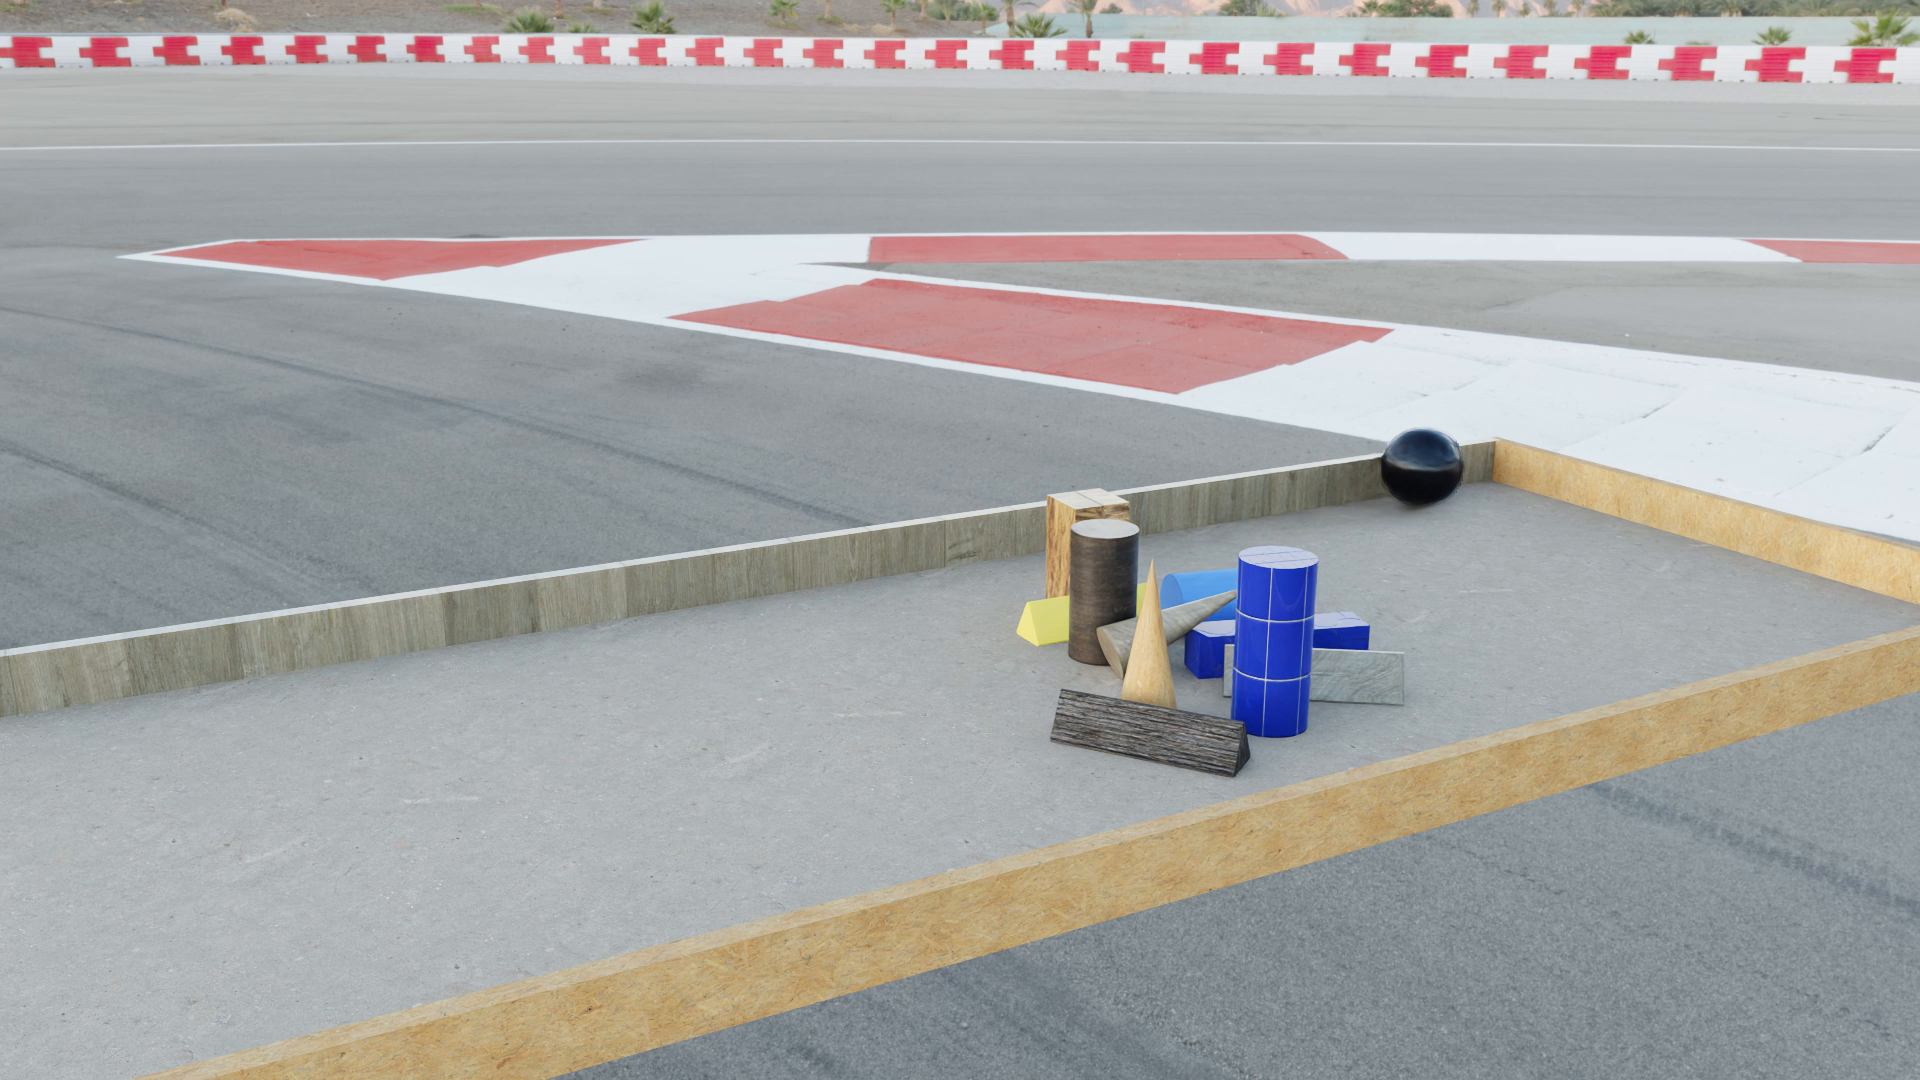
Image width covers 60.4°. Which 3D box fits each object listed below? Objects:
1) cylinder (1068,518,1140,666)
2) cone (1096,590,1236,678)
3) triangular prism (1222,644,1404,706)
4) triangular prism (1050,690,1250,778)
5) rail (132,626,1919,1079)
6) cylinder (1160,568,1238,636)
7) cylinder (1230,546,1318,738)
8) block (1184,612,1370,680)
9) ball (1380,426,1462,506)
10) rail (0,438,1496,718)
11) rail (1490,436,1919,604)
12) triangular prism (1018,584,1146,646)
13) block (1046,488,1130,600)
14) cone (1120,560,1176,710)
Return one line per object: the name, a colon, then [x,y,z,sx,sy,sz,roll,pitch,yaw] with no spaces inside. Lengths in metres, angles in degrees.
cylinder: [0.372,0.135,4.283,0.176,0.345,0.176,0,17,0]
cone: [0.566,0.199,4.183,0.420,0.142,0.142,-24,21,-9]
triangular prism: [0.868,0.320,4.058,0.432,0.112,0.129,2,17,7]
triangular prism: [0.428,0.422,3.720,0.436,0.107,0.123,8,18,26]
rail: [-2.336,1.006,1.665,12.000,0.150,0.050,-9,18,-27]
cylinder: [0.738,0.163,4.500,0.344,0.169,0.169,-4,17,-15]
cylinder: [0.728,0.235,3.827,0.180,0.410,0.180,0,16,0]
block: [0.814,0.269,4.240,0.456,0.112,0.112,-3,17,-11]
ball: [1.603,-0.254,5.730,0.276,0.276,0.276,0,16,0]
rail: [-3.305,0.497,3.399,12.000,0.150,0.050,-9,18,-27]
rail: [2.466,-0.048,5.253,0.050,0.150,2.100,-9,18,-27]
triangular prism: [0.359,0.191,4.510,0.397,0.104,0.120,-8,18,-25]
block: [0.357,0.040,4.642,0.169,0.325,0.169,-8,18,-23]
cone: [0.440,0.236,3.824,0.153,0.410,0.153,0,16,0]
